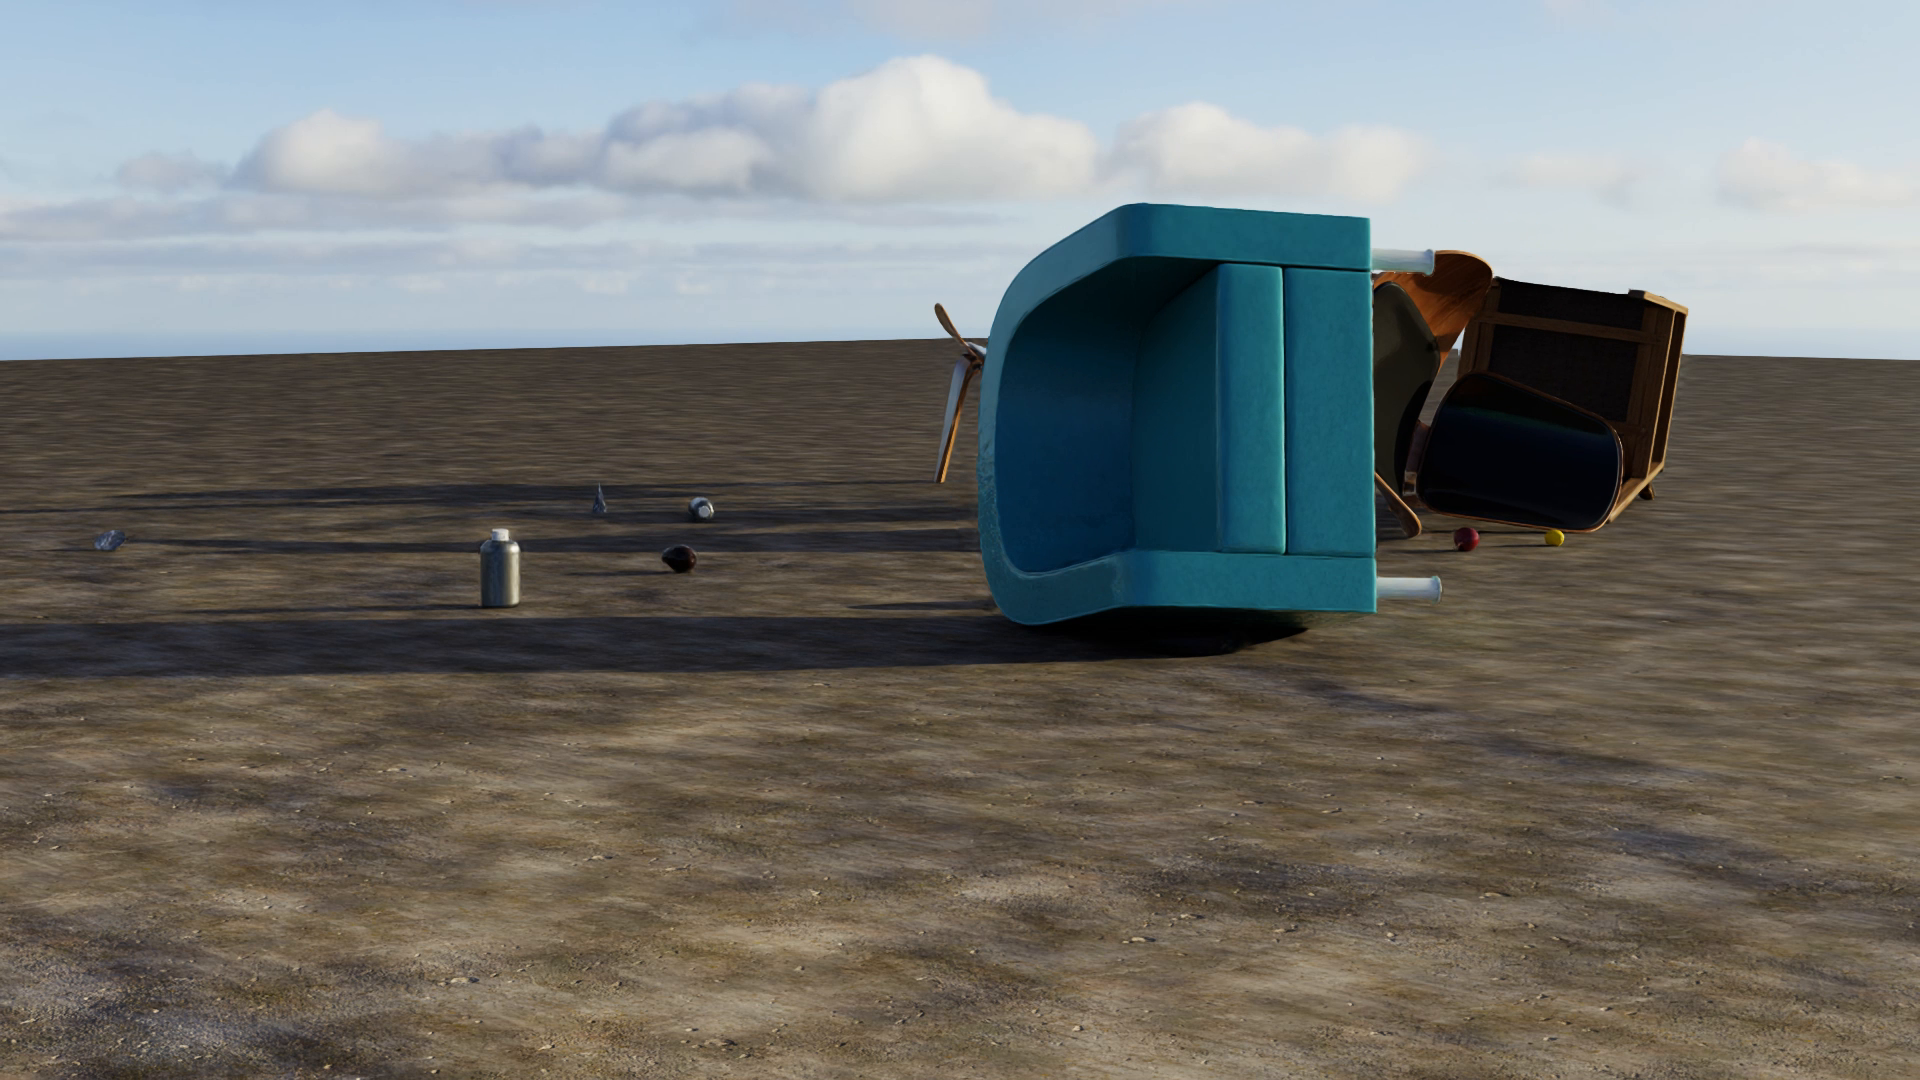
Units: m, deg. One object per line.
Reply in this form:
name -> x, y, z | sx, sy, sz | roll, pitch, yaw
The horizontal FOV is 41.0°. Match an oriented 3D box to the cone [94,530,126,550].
cone -> -2.042, 0.011, 6.192 | 0.082, 0.054, 0.038 | -10, -33, 10

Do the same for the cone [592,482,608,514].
cone -> -1.005, -0.120, 7.151 | 0.038, 0.087, 0.058 | 2, 6, 21

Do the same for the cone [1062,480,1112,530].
cone -> 0.334, -0.097, 6.713 | 0.129, 0.131, 0.146 | -4, 7, -31

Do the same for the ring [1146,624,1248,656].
ring -> 0.417, 0.175, 4.501 | 0.184, 0.044, 0.132 | -2, 5, -13
